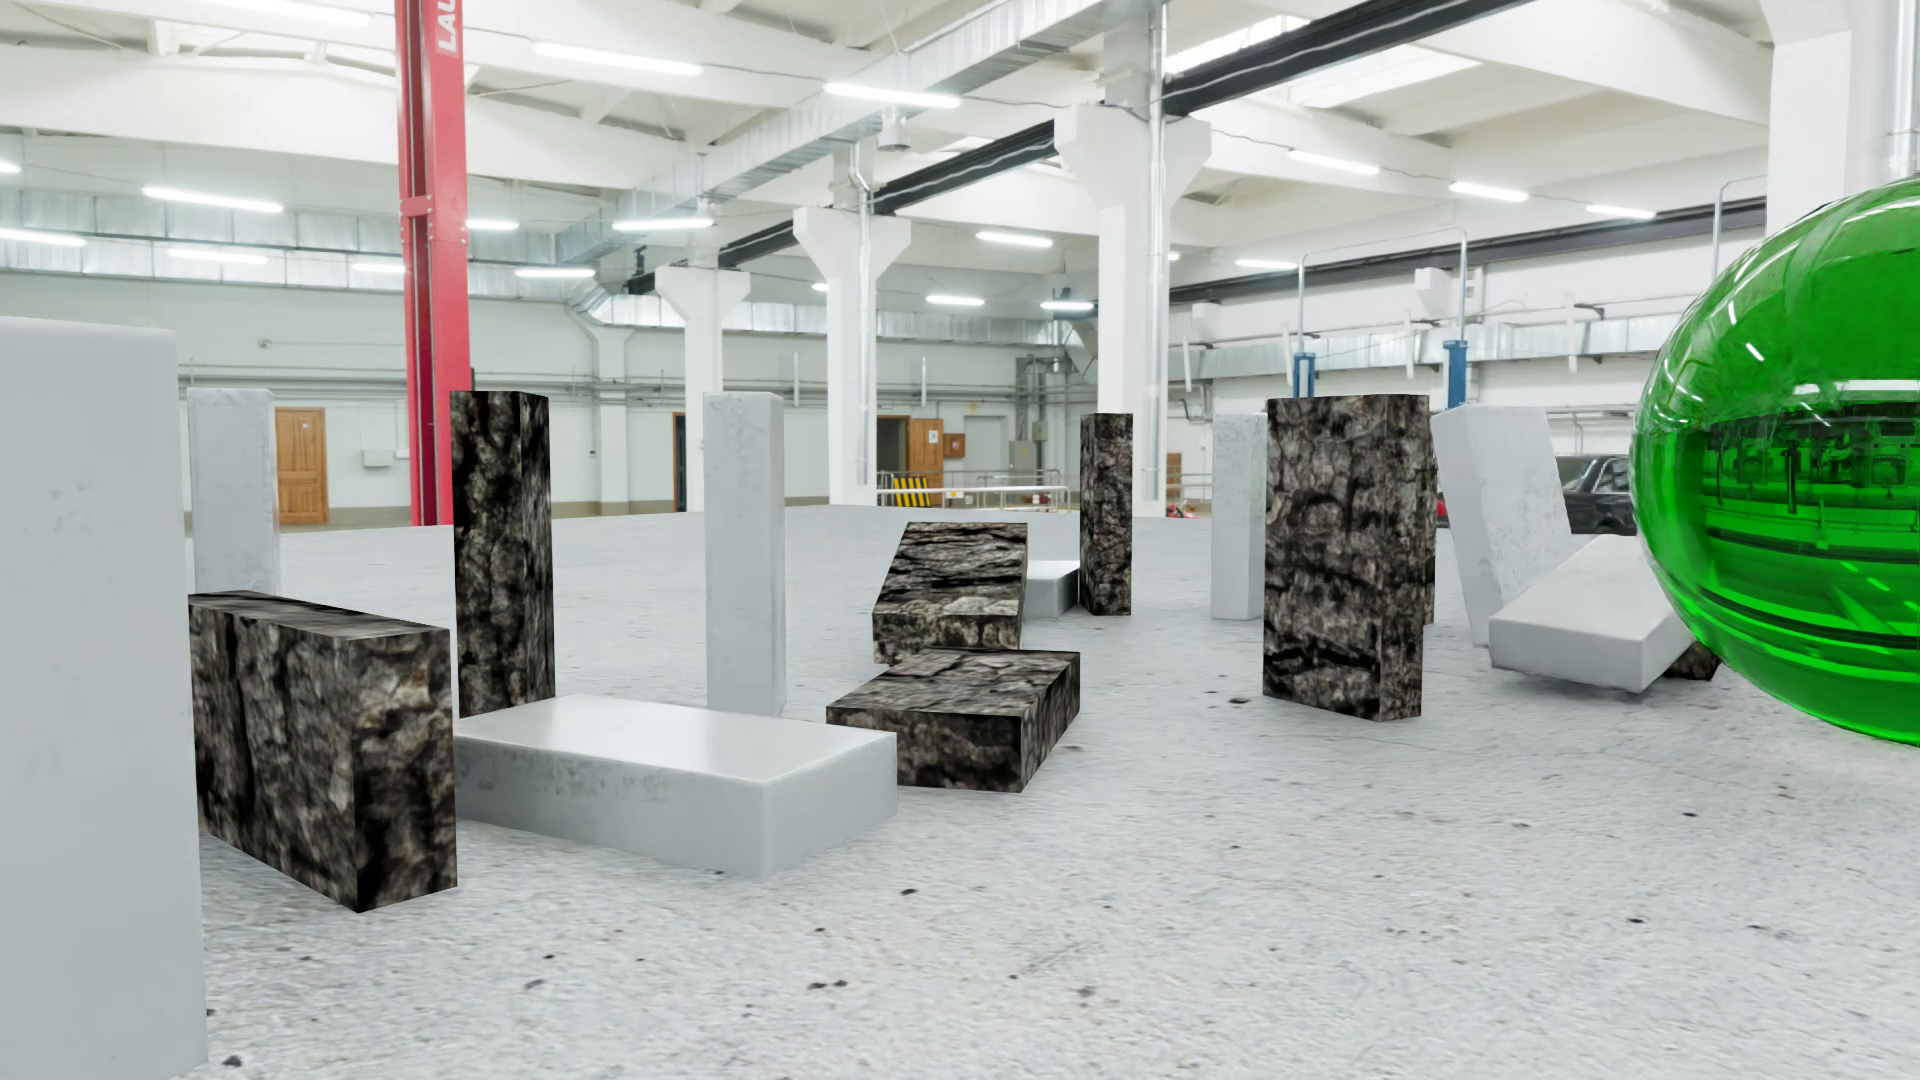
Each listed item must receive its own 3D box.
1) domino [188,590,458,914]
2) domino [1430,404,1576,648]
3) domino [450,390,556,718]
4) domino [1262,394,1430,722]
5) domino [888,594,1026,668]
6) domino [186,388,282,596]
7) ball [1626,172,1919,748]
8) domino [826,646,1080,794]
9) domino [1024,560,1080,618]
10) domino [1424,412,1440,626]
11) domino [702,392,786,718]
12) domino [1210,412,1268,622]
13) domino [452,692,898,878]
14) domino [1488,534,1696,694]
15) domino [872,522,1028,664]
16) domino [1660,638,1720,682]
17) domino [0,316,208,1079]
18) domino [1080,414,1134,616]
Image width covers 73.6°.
[{"bbox_3d":[-0.070,0.020,0.135,0.050,0.025,0.009,4,6,41],"label":"domino"},{"bbox_3d":[0.118,-0.003,0.274,0.025,0.050,0.009,-2,-11,-27],"label":"domino"},{"bbox_3d":[-0.069,0.003,0.196,0.009,0.050,0.025,-1,4,-9],"label":"domino"},{"bbox_3d":[0.062,0.002,0.207,0.009,0.050,0.025,-3,5,-31],"label":"domino"},{"bbox_3d":[0.001,0.012,0.266,0.025,0.009,0.050,0,19,4],"label":"domino"},{"bbox_3d":[-0.104,0.004,0.185,0.009,0.050,0.025,-2,5,-26],"label":"domino"},{"bbox_3d":[0.138,-0.011,0.179,0.080,0.080,0.080,0,4,0],"label":"ball"},{"bbox_3d":[0.001,0.024,0.183,0.025,0.010,0.050,1,4,14],"label":"domino"},{"bbox_3d":[0.018,0.012,0.340,0.025,0.010,0.050,1,4,15],"label":"domino"},{"bbox_3d":[0.100,-0.005,0.297,0.025,0.050,0.009,-4,6,-43],"label":"domino"},{"bbox_3d":[-0.033,0.003,0.199,0.009,0.050,0.025,0,4,-3],"label":"domino"},{"bbox_3d":[0.071,-0.006,0.319,0.010,0.050,0.025,3,5,30],"label":"domino"},{"bbox_3d":[-0.035,0.027,0.148,0.050,0.010,0.025,2,5,28],"label":"domino"},{"bbox_3d":[0.120,0.012,0.233,0.050,0.009,0.025,-23,21,-39],"label":"domino"},{"bbox_3d":[0.000,0.009,0.245,0.025,0.009,0.050,1,19,5],"label":"domino"},{"bbox_3d":[0.139,0.017,0.257,0.025,0.010,0.050,3,9,36],"label":"domino"},{"bbox_3d":[-0.061,0.012,0.077,0.009,0.050,0.025,2,5,24],"label":"domino"},{"bbox_3d":[0.037,-0.007,0.329,0.009,0.050,0.025,0,4,-3],"label":"domino"}]
